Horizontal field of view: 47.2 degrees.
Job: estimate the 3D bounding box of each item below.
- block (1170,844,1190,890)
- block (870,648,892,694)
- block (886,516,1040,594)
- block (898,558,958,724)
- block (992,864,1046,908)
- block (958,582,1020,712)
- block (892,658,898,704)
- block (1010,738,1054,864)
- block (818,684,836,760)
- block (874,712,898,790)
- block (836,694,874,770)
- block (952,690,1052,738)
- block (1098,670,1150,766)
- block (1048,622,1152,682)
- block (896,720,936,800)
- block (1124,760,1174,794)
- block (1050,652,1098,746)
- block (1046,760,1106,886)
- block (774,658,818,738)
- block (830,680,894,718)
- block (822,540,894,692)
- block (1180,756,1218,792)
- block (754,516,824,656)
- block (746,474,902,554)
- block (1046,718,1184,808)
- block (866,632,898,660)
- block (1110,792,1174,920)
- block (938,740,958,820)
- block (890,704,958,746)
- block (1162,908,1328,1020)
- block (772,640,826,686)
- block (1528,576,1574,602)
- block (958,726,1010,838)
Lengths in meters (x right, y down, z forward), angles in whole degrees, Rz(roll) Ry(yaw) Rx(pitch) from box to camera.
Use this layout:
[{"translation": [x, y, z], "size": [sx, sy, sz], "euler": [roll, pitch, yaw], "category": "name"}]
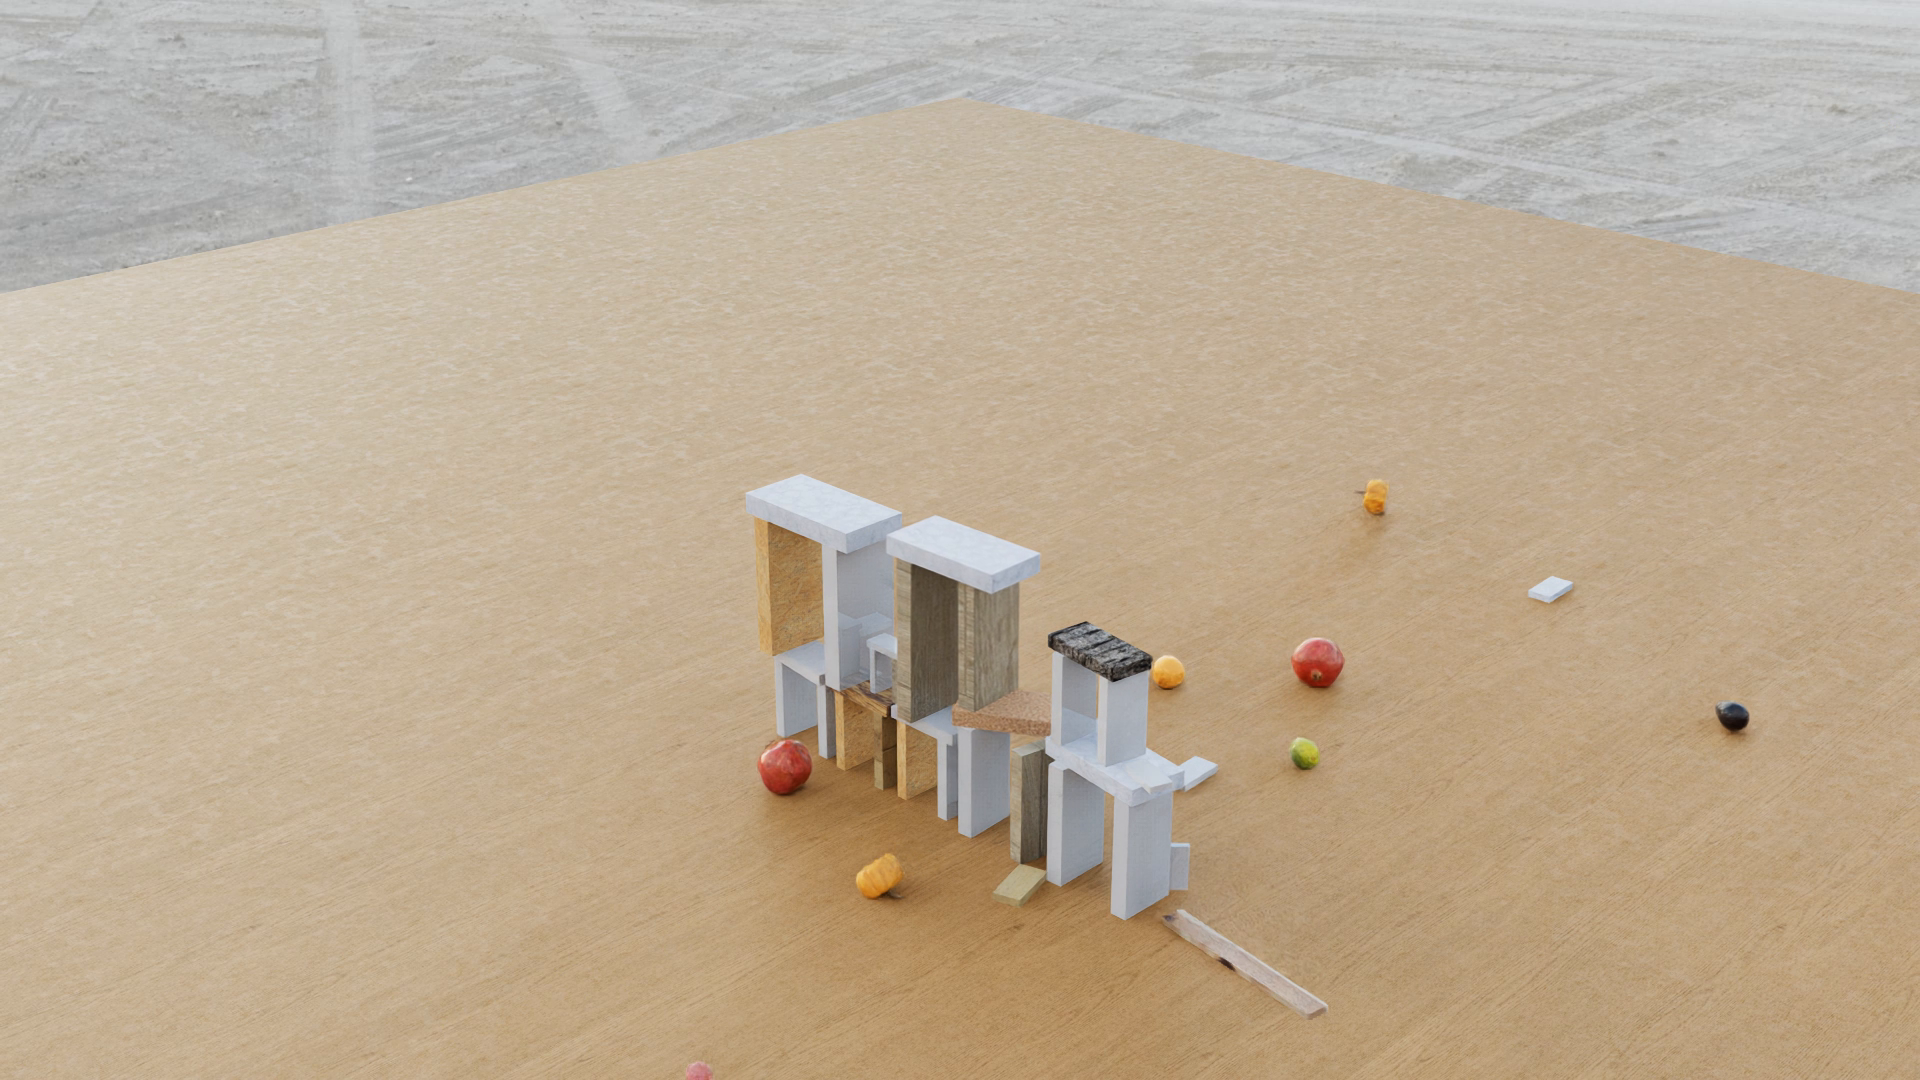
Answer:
[{"translation": [0.411, 0.620, 4.178], "size": [0.047, 0.095, 0.013], "euler": [0, 23, 0], "category": "block"}, {"translation": [-0.161, 0.261, 4.505], "size": [0.050, 0.100, 0.014], "euler": [-20, 30, -39], "category": "block"}, {"translation": [0.005, 0.026, 4.239], "size": [0.277, 0.039, 0.139], "euler": [20, 30, 39], "category": "block"}, {"translation": [-0.061, 0.182, 4.369], "size": [0.139, 0.349, 0.039], "euler": [-21, 32, -40], "category": "block"}, {"translation": [0.114, 0.658, 4.188], "size": [0.058, 0.017, 0.117], "euler": [12, 26, 26], "category": "block"}, {"translation": [0.057, 0.183, 4.276], "size": [0.039, 0.277, 0.139], "euler": [18, 29, 36], "category": "block"}, {"translation": [-0.115, 0.279, 4.462], "size": [0.050, 0.099, 0.014], "euler": [-21, 29, -40], "category": "block"}, {"translation": [0.157, 0.503, 4.269], "size": [0.120, 0.239, 0.034], "euler": [-15, 27, -32], "category": "block"}, {"translation": [-0.258, 0.364, 4.667], "size": [0.026, 0.184, 0.092], "euler": [21, 31, 41], "category": "block"}, {"translation": [-0.137, 0.421, 4.544], "size": [0.025, 0.175, 0.088], "euler": [21, 31, 41], "category": "block"}, {"translation": [-0.219, 0.389, 4.620], "size": [0.088, 0.175, 0.025], "euler": [-21, 31, -40], "category": "block"}, {"translation": [0.116, 0.337, 4.310], "size": [0.239, 0.034, 0.120], "euler": [6, 24, 15], "category": "block"}, {"translation": [0.299, 0.318, 4.037], "size": [0.093, 0.185, 0.026], "euler": [-14, 27, -29], "category": "block"}, {"translation": [0.255, 0.204, 4.035], "size": [0.093, 0.026, 0.185], "euler": [-16, 28, -34], "category": "block"}, {"translation": [-0.088, 0.436, 4.506], "size": [0.025, 0.176, 0.088], "euler": [21, 31, 41], "category": "block"}, {"translation": [0.342, 0.429, 3.995], "size": [0.047, 0.013, 0.095], "euler": [-11, 25, -24], "category": "block"}, {"translation": [0.214, 0.285, 4.115], "size": [0.093, 0.185, 0.026], "euler": [-19, 30, -38], "category": "block"}, {"translation": [0.222, 0.524, 4.204], "size": [0.036, 0.252, 0.126], "euler": [20, 30, 39], "category": "block"}, {"translation": [-0.354, 0.328, 4.753], "size": [0.092, 0.184, 0.026], "euler": [-20, 30, -38], "category": "block"}, {"translation": [-0.179, 0.313, 4.543], "size": [0.088, 0.025, 0.175], "euler": [-21, 31, -40], "category": "block"}, {"translation": [-0.207, 0.139, 4.515], "size": [0.154, 0.317, 0.044], "euler": [-21, 31, -40], "category": "block"}, {"translation": [0.481, 0.488, 4.590], "size": [0.059, 0.017, 0.117], "euler": [19, 30, 38], "category": "block"}, {"translation": [-0.355, 0.078, 4.646], "size": [0.154, 0.308, 0.044], "euler": [-20, 30, -39], "category": "block"}, {"translation": [-0.281, -0.056, 4.513], "size": [0.308, 0.044, 0.154], "euler": [21, 31, 40], "category": "block"}, {"translation": [0.287, 0.413, 4.097], "size": [0.126, 0.036, 0.252], "euler": [-16, 28, -33], "category": "block"}, {"translation": [-0.138, 0.217, 4.462], "size": [0.049, 0.014, 0.099], "euler": [-21, 30, -40], "category": "block"}, {"translation": [0.339, 0.570, 4.095], "size": [0.036, 0.252, 0.126], "euler": [21, 31, 41], "category": "block"}, {"translation": [-0.005, 0.469, 4.430], "size": [0.025, 0.176, 0.088], "euler": [21, 31, 41], "category": "block"}, {"translation": [-0.046, 0.360, 4.429], "size": [0.088, 0.025, 0.176], "euler": [-21, 31, -41], "category": "block"}, {"translation": [0.507, 0.760, 3.953], "size": [0.047, 0.013, 0.382], "euler": [-16, 28, -33], "category": "block"}, {"translation": [-0.312, 0.253, 4.660], "size": [0.092, 0.026, 0.184], "euler": [-17, 28, -34], "category": "block"}, {"translation": [1.464, 0.122, 5.451], "size": [0.059, 0.017, 0.117], "euler": [20, 30, 38], "category": "block"}, {"translation": [0.049, 0.460, 4.370], "size": [0.034, 0.239, 0.120], "euler": [18, 29, 37], "category": "block"}]
